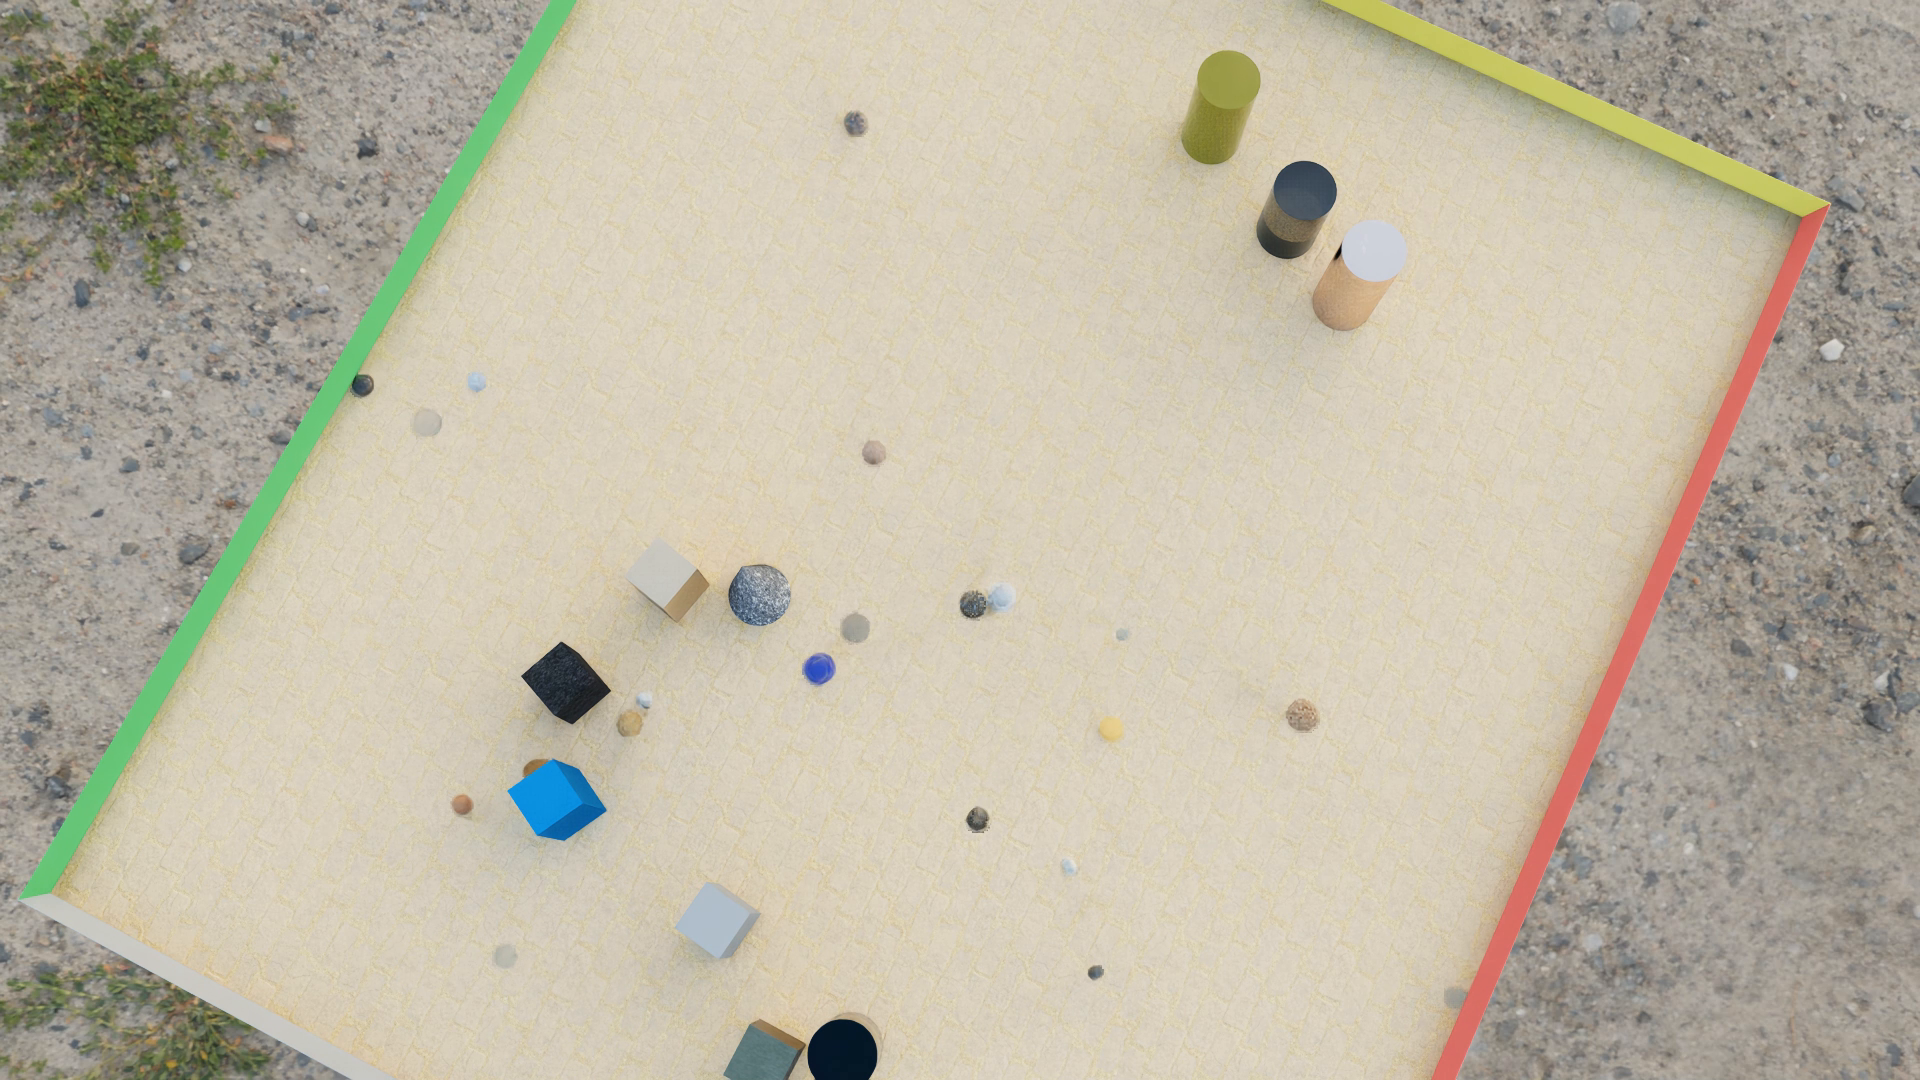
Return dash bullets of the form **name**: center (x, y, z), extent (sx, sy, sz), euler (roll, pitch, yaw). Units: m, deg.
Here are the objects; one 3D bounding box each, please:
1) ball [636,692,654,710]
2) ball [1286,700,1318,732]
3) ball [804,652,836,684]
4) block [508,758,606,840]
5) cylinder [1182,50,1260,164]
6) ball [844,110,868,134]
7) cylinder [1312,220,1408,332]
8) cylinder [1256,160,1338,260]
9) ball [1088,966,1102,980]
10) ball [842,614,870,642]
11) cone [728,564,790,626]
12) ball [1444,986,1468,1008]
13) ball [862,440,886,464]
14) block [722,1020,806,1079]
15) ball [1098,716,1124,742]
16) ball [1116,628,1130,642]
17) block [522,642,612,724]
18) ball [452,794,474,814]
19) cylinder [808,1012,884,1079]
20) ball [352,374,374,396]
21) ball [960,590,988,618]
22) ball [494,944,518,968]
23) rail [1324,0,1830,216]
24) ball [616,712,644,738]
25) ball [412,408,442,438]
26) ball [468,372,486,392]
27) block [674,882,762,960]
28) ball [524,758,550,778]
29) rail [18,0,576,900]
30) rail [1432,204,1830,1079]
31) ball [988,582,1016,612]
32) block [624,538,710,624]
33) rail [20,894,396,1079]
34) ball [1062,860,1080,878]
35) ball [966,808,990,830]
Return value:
- **ball**: center (-0.946, 0.481, 5.490), extent (0.053, 0.053, 0.053), euler (0, 78, 0)
- **ball**: center (1.020, 0.522, 5.460), extent (0.095, 0.095, 0.095), euler (0, 78, 0)
- **ball**: center (-0.419, 0.385, 5.488), extent (0.095, 0.095, 0.095), euler (0, 78, 0)
- **block**: center (-1.156, 0.752, 5.278), extent (0.153, 0.359, 0.153), euler (-35, 80, -7)
- **cylinder**: center (0.805, -1.336, 5.684), extent (0.191, 0.409, 0.191), euler (0, 78, 0)
- **ball**: center (-0.332, -1.334, 5.853), extent (0.078, 0.078, 0.078), euler (0, 78, 0)
- **cylinder**: center (1.204, -0.795, 5.548), extent (0.191, 0.456, 0.191), euler (0, 78, 0)
- **cylinder**: center (1.036, -1.016, 5.659), extent (0.191, 0.329, 0.191), euler (0, 78, 0)
- **ball**: center (0.392, 1.261, 5.335), extent (0.041, 0.041, 0.041), euler (0, 78, 0)
- **ball**: center (-0.313, 0.265, 5.516), extent (0.089, 0.089, 0.089), euler (0, 78, 0)
- **cone**: center (-0.610, 0.121, 5.355), extent (0.191, 0.463, 0.191), euler (0, 78, 0)
- **ball**: center (1.438, 1.324, 5.310), extent (0.064, 0.064, 0.064), euler (0, 78, 0)
- **ball**: center (-0.264, -0.270, 5.634), extent (0.075, 0.075, 0.075), euler (0, 78, 0)
- **block**: center (-0.548, 1.464, 5.169), extent (0.153, 0.282, 0.153), euler (27, 80, 5)
- **ball**: center (0.451, 0.562, 5.462), extent (0.075, 0.075, 0.075), euler (0, 78, 0)
- **ball**: center (0.491, 0.287, 5.536), extent (0.041, 0.041, 0.041), euler (0, 78, 0)
- **block**: center (-1.158, 0.423, 5.400), extent (0.153, 0.252, 0.153), euler (-41, 81, -8)
- **ball**: center (-1.471, 0.784, 5.424), extent (0.060, 0.060, 0.060), euler (0, 78, 0)
- **cylinder**: center (-0.317, 1.428, 5.128), extent (0.191, 0.379, 0.191), euler (0, 78, 0)
- **ball**: center (-1.850, -0.481, 5.681), extent (0.069, 0.069, 0.069), euler (0, 78, 0)
- **ball**: center (0.041, 0.195, 5.533), extent (0.085, 0.085, 0.085), euler (0, 78, 0)
- **ball**: center (-1.322, 1.213, 5.331), extent (0.068, 0.068, 0.068), euler (0, 78, 0)
- **rail**: center (0.958, -1.870, 5.939), extent (3.902, 0.124, 0.045), euler (26, 80, 5)
- **ball**: center (-0.984, 0.550, 5.463), extent (0.078, 0.078, 0.078), euler (0, 78, 0)
- **ball**: center (-1.640, -0.360, 5.646), extent (0.088, 0.088, 0.088), euler (0, 78, 0)
- **ball**: center (-1.500, -0.490, 5.688), extent (0.059, 0.059, 0.059), euler (0, 78, 0)
- **block**: center (-0.690, 1.089, 5.245), extent (0.153, 0.286, 0.153), euler (34, 80, 7)
- **ball**: center (-1.245, 0.693, 5.425), extent (0.094, 0.094, 0.094), euler (0, 78, 0)
- **rail**: center (-1.724, -0.837, 5.725), extent (0.045, 0.124, 4.332), euler (26, 80, 5)
- **rail**: center (1.724, 0.851, 5.376), extent (0.045, 0.124, 4.332), euler (26, 80, 5)
- **ball**: center (0.127, 0.171, 5.535), extent (0.090, 0.090, 0.090), euler (0, 78, 0)
- **block**: center (-0.869, 0.121, 5.453), extent (0.153, 0.271, 0.153), euler (38, 81, 7)
- **rail**: center (-0.958, 1.883, 5.163), extent (3.902, 0.124, 0.045), euler (26, 80, 5)
- **ball**: center (0.325, 0.965, 5.390), extent (0.052, 0.052, 0.052), euler (0, 78, 0)
- **ball**: center (0.053, 0.823, 5.412), extent (0.068, 0.068, 0.068), euler (0, 78, 0)
